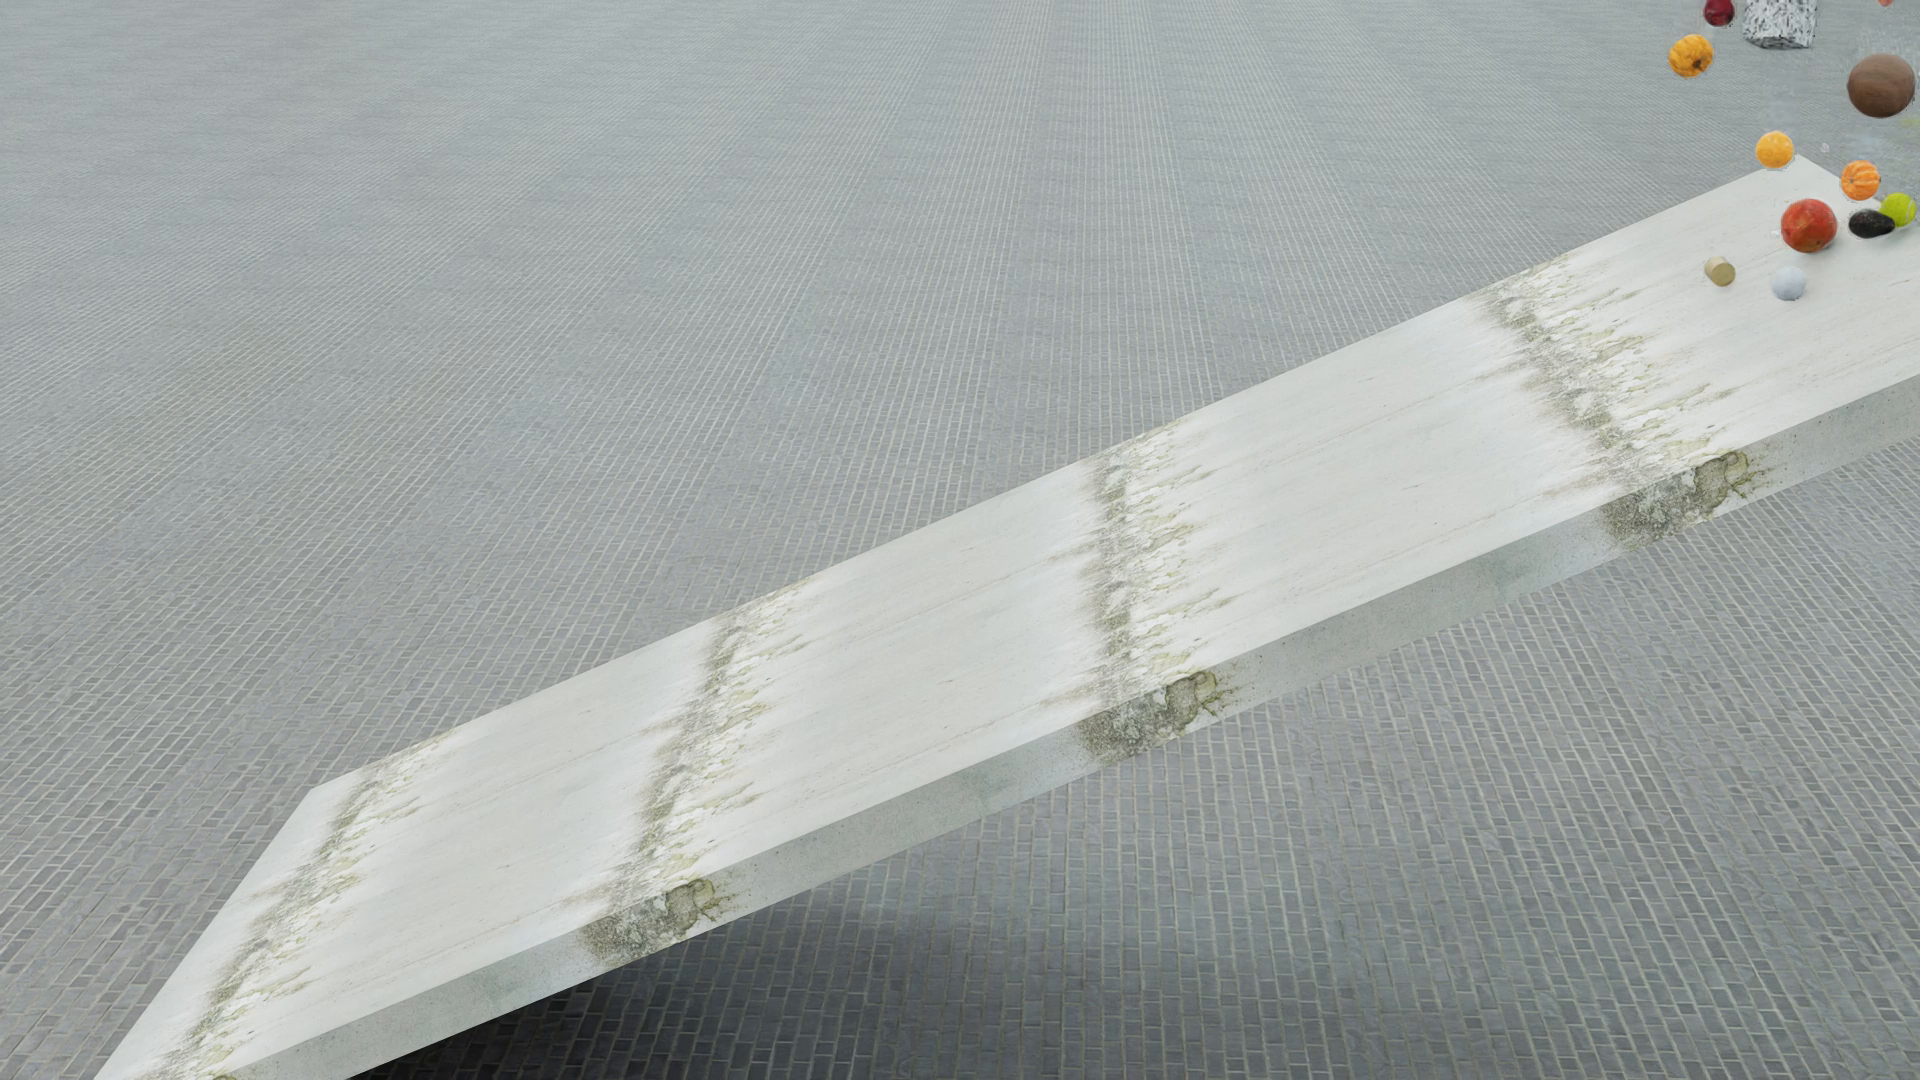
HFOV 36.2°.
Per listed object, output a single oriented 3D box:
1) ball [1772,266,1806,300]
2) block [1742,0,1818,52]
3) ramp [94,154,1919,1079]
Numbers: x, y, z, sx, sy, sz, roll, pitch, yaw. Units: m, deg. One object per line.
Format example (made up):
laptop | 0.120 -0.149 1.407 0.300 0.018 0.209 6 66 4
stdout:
ball | 1.636 -0.507 5.805 0.068 0.068 0.068 0 15 0
block | 1.566 -0.994 5.620 0.094 0.094 0.094 10 -3 -43
ramp | 0.133 0.170 6.284 4.000 0.100 2.000 -23 13 9
